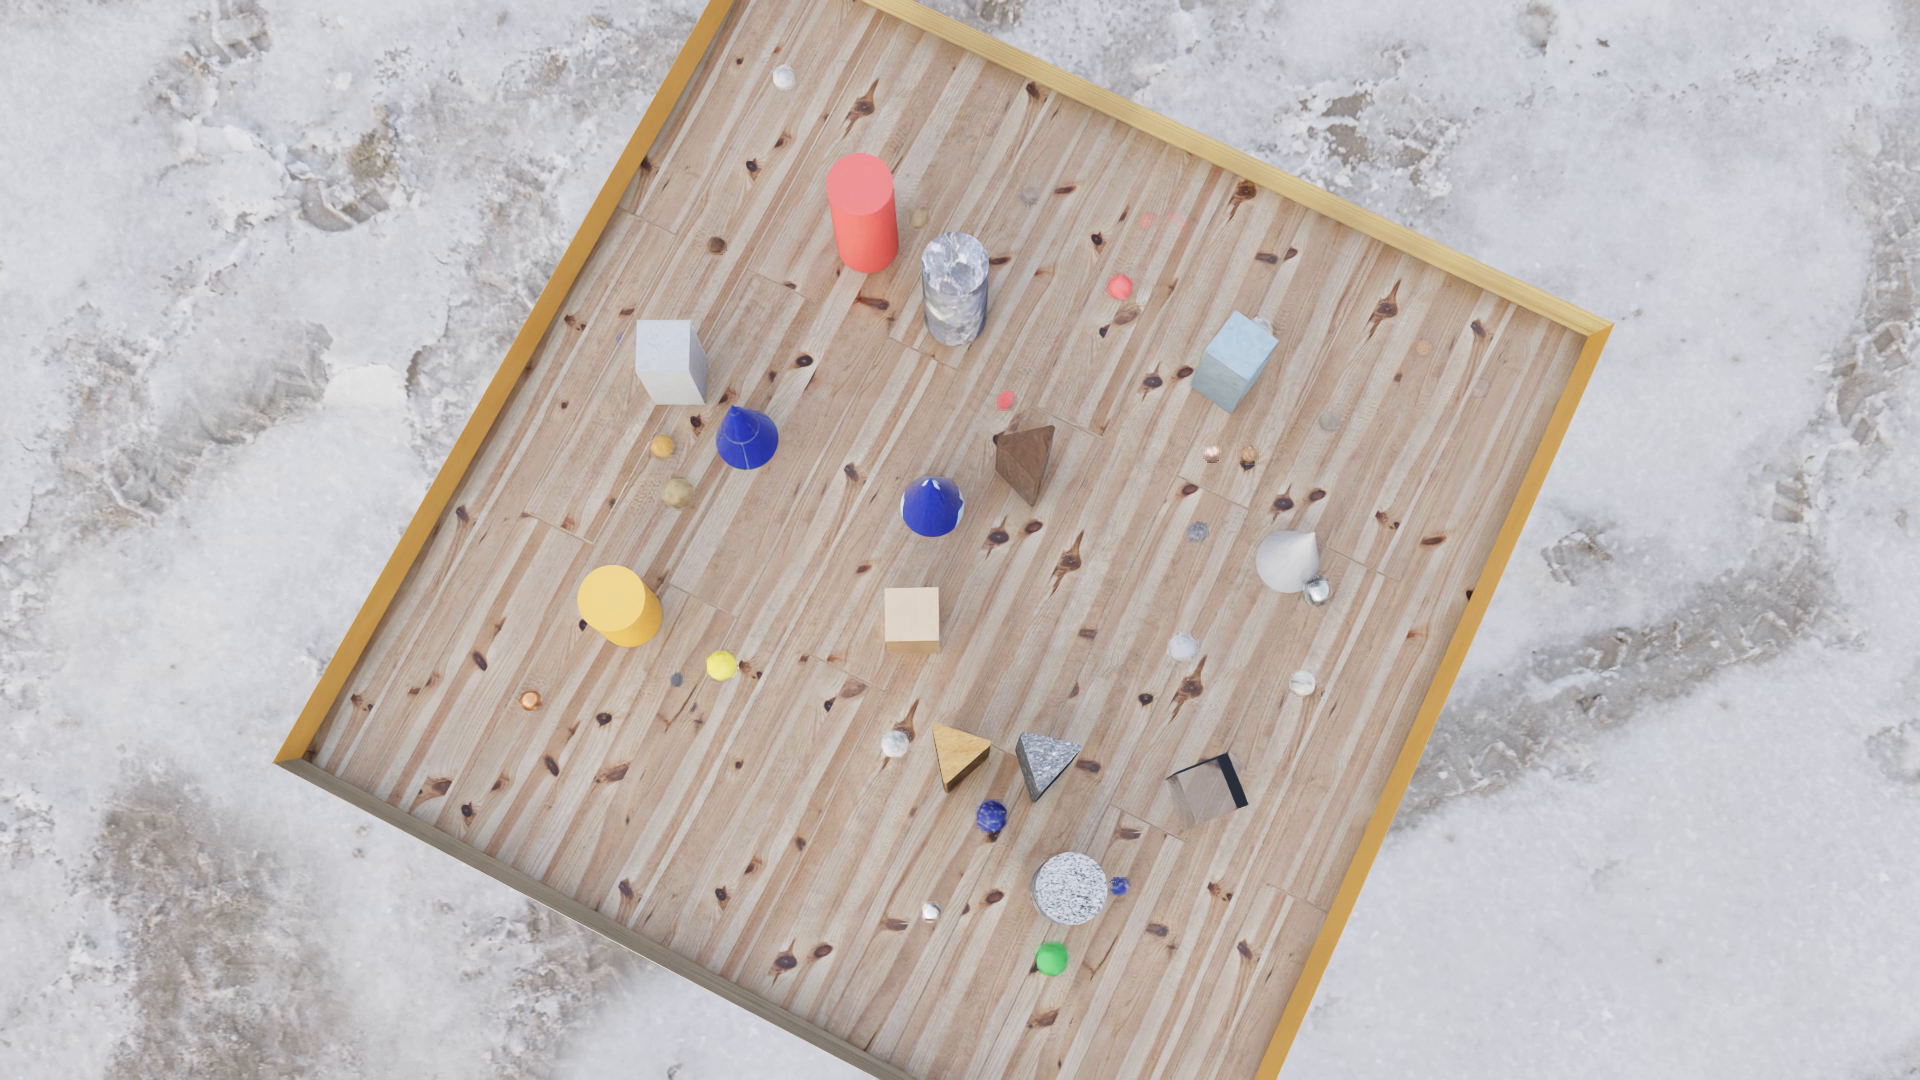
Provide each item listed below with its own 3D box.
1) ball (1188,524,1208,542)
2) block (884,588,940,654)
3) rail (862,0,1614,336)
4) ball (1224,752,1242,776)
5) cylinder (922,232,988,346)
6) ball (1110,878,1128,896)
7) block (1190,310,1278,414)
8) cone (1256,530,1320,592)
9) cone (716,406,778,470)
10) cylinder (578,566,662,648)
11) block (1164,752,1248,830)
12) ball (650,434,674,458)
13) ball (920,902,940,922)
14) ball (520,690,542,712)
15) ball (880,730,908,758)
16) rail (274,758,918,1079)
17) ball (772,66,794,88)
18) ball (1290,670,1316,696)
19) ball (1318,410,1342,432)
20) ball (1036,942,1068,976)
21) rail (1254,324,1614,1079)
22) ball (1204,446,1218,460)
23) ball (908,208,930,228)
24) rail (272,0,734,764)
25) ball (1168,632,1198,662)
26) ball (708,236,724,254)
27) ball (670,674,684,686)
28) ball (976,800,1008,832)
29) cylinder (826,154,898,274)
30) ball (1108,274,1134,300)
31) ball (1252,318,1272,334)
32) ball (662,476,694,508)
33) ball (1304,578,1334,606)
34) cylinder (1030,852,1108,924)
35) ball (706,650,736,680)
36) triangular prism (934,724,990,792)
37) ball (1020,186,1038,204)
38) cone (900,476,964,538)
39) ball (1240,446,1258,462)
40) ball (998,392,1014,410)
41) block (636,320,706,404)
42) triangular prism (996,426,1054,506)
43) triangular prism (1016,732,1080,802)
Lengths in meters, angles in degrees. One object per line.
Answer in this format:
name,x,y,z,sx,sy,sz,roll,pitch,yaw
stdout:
ball,0.727,-0.021,5.591,0.058,0.058,0.058,0,78,0
block,-0.140,0.241,5.442,0.157,0.245,0.157,-1,78,0
rail,0.660,-1.286,5.817,2.994,0.127,0.045,26,80,5
ball,0.798,0.668,5.437,0.076,0.076,0.076,0,78,0
cylinder,-0.014,-0.751,5.530,0.196,0.473,0.196,0,78,0
ball,0.468,1.018,5.379,0.052,0.052,0.052,0,78,0
block,0.826,-0.534,5.544,0.157,0.358,0.157,36,81,7
cone,1.003,0.021,5.389,0.196,0.437,0.196,0,78,0
cone,-0.660,-0.351,5.492,0.196,0.387,0.196,0,78,0
cylinder,-1.003,0.198,5.420,0.196,0.304,0.196,0,78,0
block,0.708,0.730,5.299,0.157,0.327,0.157,-20,79,-4
ball,-0.916,-0.289,5.641,0.070,0.070,0.070,0,78,0
ball,-0.087,1.089,5.362,0.058,0.058,0.058,0,78,0
ball,-1.286,0.480,5.485,0.064,0.064,0.064,0,78,0
ball,-0.194,0.607,5.448,0.083,0.083,0.083,0,78,0
rail,-0.660,1.300,5.282,2.994,0.127,0.045,26,80,5
ball,-0.568,-1.489,5.889,0.071,0.071,0.071,0,78,0
ball,1.029,0.429,5.490,0.074,0.074,0.074,0,78,0
ball,1.144,-0.368,5.657,0.069,0.069,0.069,0,78,0
ball,0.267,1.216,5.315,0.097,0.097,0.097,0,78,0
rail,1.318,0.652,5.416,0.045,0.127,3.000,26,80,5
ball,0.776,-0.268,5.649,0.045,0.045,0.045,0,78,0
ball,-0.129,-1.018,5.794,0.064,0.064,0.064,0,78,0
rail,-1.318,-0.639,5.683,0.045,0.127,3.000,26,80,5
ball,0.669,0.322,5.506,0.086,0.086,0.086,0,78,0
ball,-0.769,-0.931,5.781,0.055,0.055,0.055,0,78,0
ball,-0.852,0.421,5.509,0.041,0.041,0.041,0,78,0
ball,0.094,0.816,5.400,0.093,0.093,0.093,0,78,0
cylinder,-0.292,-0.987,5.576,0.196,0.481,0.196,0,78,0
ball,0.503,-0.793,5.740,0.080,0.080,0.080,0,78,0
ball,0.929,-0.650,5.707,0.087,0.087,0.087,0,78,0
ball,-0.863,-0.146,5.597,0.098,0.098,0.098,0,78,0
ball,1.081,0.155,5.523,0.086,0.086,0.086,0,78,0
cylinder,0.304,0.992,5.199,0.196,0.416,0.196,0,78,0
ball,-0.716,0.376,5.493,0.089,0.089,0.089,0,78,0
triangular prism,-0.027,0.605,5.285,0.169,0.403,0.147,-41,81,-8
ball,0.217,-1.095,5.815,0.056,0.056,0.056,0,78,0
cone,-0.085,-0.141,5.462,0.196,0.361,0.196,0,78,0
ball,0.891,-0.266,5.645,0.053,0.053,0.053,0,78,0
ball,0.144,-0.431,5.679,0.052,0.052,0.052,0,78,0
block,-0.870,-0.534,5.544,0.157,0.359,0.157,0,78,0
triangular prism,0.220,-0.247,5.487,0.147,0.354,0.169,-42,81,-8
triangular prism,0.221,0.625,5.243,0.147,0.478,0.169,42,81,8
